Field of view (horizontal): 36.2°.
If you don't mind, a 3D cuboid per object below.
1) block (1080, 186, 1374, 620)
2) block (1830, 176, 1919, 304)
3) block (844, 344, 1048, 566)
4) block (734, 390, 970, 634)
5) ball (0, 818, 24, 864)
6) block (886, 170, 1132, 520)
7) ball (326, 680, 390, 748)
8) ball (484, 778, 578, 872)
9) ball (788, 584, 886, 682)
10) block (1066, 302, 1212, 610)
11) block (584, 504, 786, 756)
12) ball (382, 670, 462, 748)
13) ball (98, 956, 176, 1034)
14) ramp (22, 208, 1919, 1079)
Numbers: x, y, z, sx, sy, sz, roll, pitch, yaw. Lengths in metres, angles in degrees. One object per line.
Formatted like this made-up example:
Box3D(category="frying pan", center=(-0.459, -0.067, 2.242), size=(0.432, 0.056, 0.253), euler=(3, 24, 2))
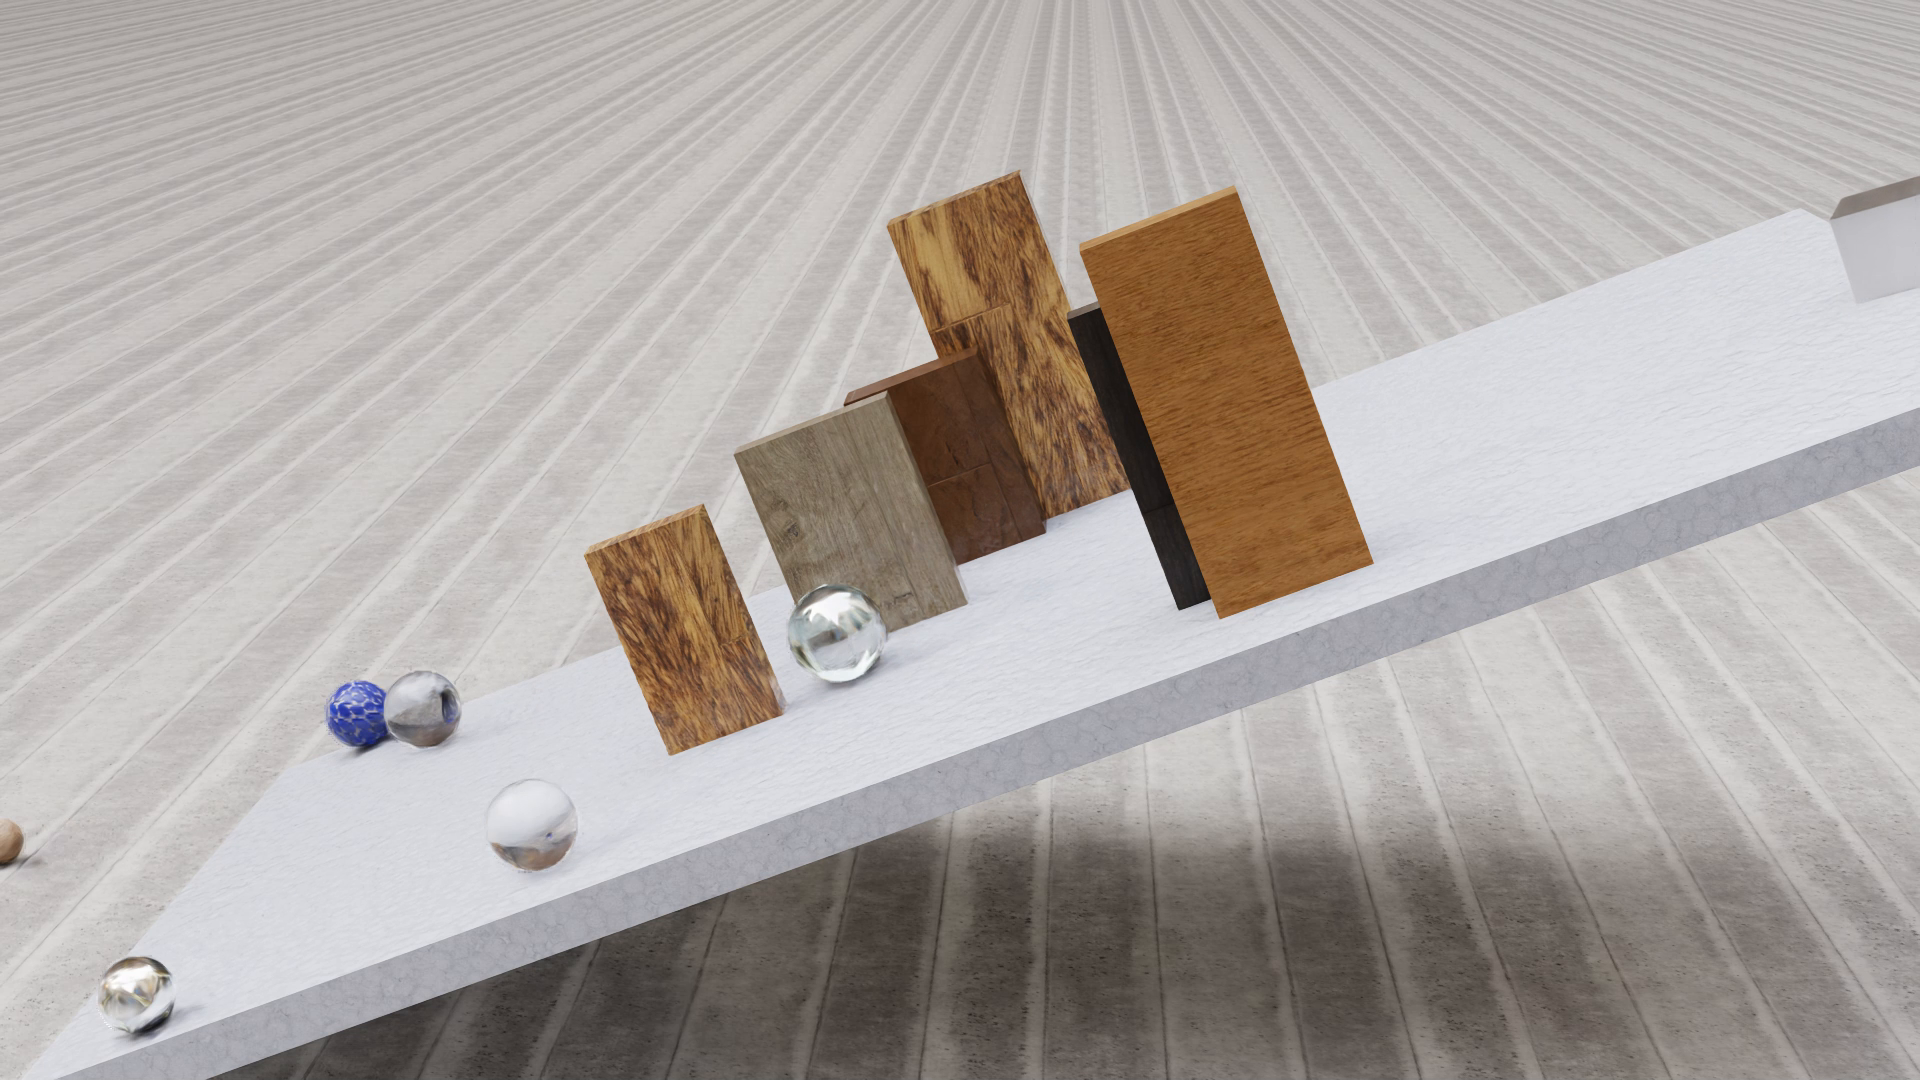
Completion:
Box3D(category="block", center=(0.496, -0.253, 5.465), size=(0.305, 0.741, 0.106), euler=(-20, 12, 7))
Box3D(category="block", center=(1.890, -0.611, 5.954), size=(0.182, 0.182, 0.182), euler=(-15, 13, 29))
Box3D(category="block", center=(-0.031, -0.180, 6.808), size=(0.326, 0.446, 0.148), euler=(-20, 12, 7))
Box3D(category="block", center=(-0.234, -0.031, 6.399), size=(0.352, 0.489, 0.080), euler=(-20, 12, 7))
Box3D(category="ball", center=(-2.311, 0.724, 7.078), size=(0.111, 0.111, 0.111), euler=(0, 13, 0))
Box3D(category="block", center=(0.127, -0.438, 6.869), size=(0.327, 0.775, 0.124), euler=(-20, 12, 7))
Box3D(category="ball", center=(-1.503, 0.436, 7.364), size=(0.167, 0.167, 0.167), euler=(0, 13, 0))
Box3D(category="ball", center=(-0.819, 0.545, 5.630), size=(0.177, 0.177, 0.177), euler=(0, 13, 0))
Box3D(category="ball", center=(-0.257, 0.194, 6.130), size=(0.206, 0.206, 0.206), euler=(0, 13, 0))
Box3D(category="block", center=(0.440, -0.196, 5.642), size=(0.271, 0.607, 0.090), euler=(-20, 12, 7))
Box3D(category="block", center=(-0.566, 0.187, 6.088), size=(0.255, 0.459, 0.084), euler=(-20, 12, 7))
Box3D(category="ball", center=(-1.291, 0.407, 7.067), size=(0.187, 0.187, 0.187), euler=(0, 13, 0))
Box3D(category="ball", center=(-1.569, 0.866, 5.607), size=(0.146, 0.146, 0.146), euler=(0, 13, 0))
Box3D(category="ramp", center=(0.120, 0.175, 6.293), size=(4.000, 0.100, 2.000), euler=(-20, 12, 7))
